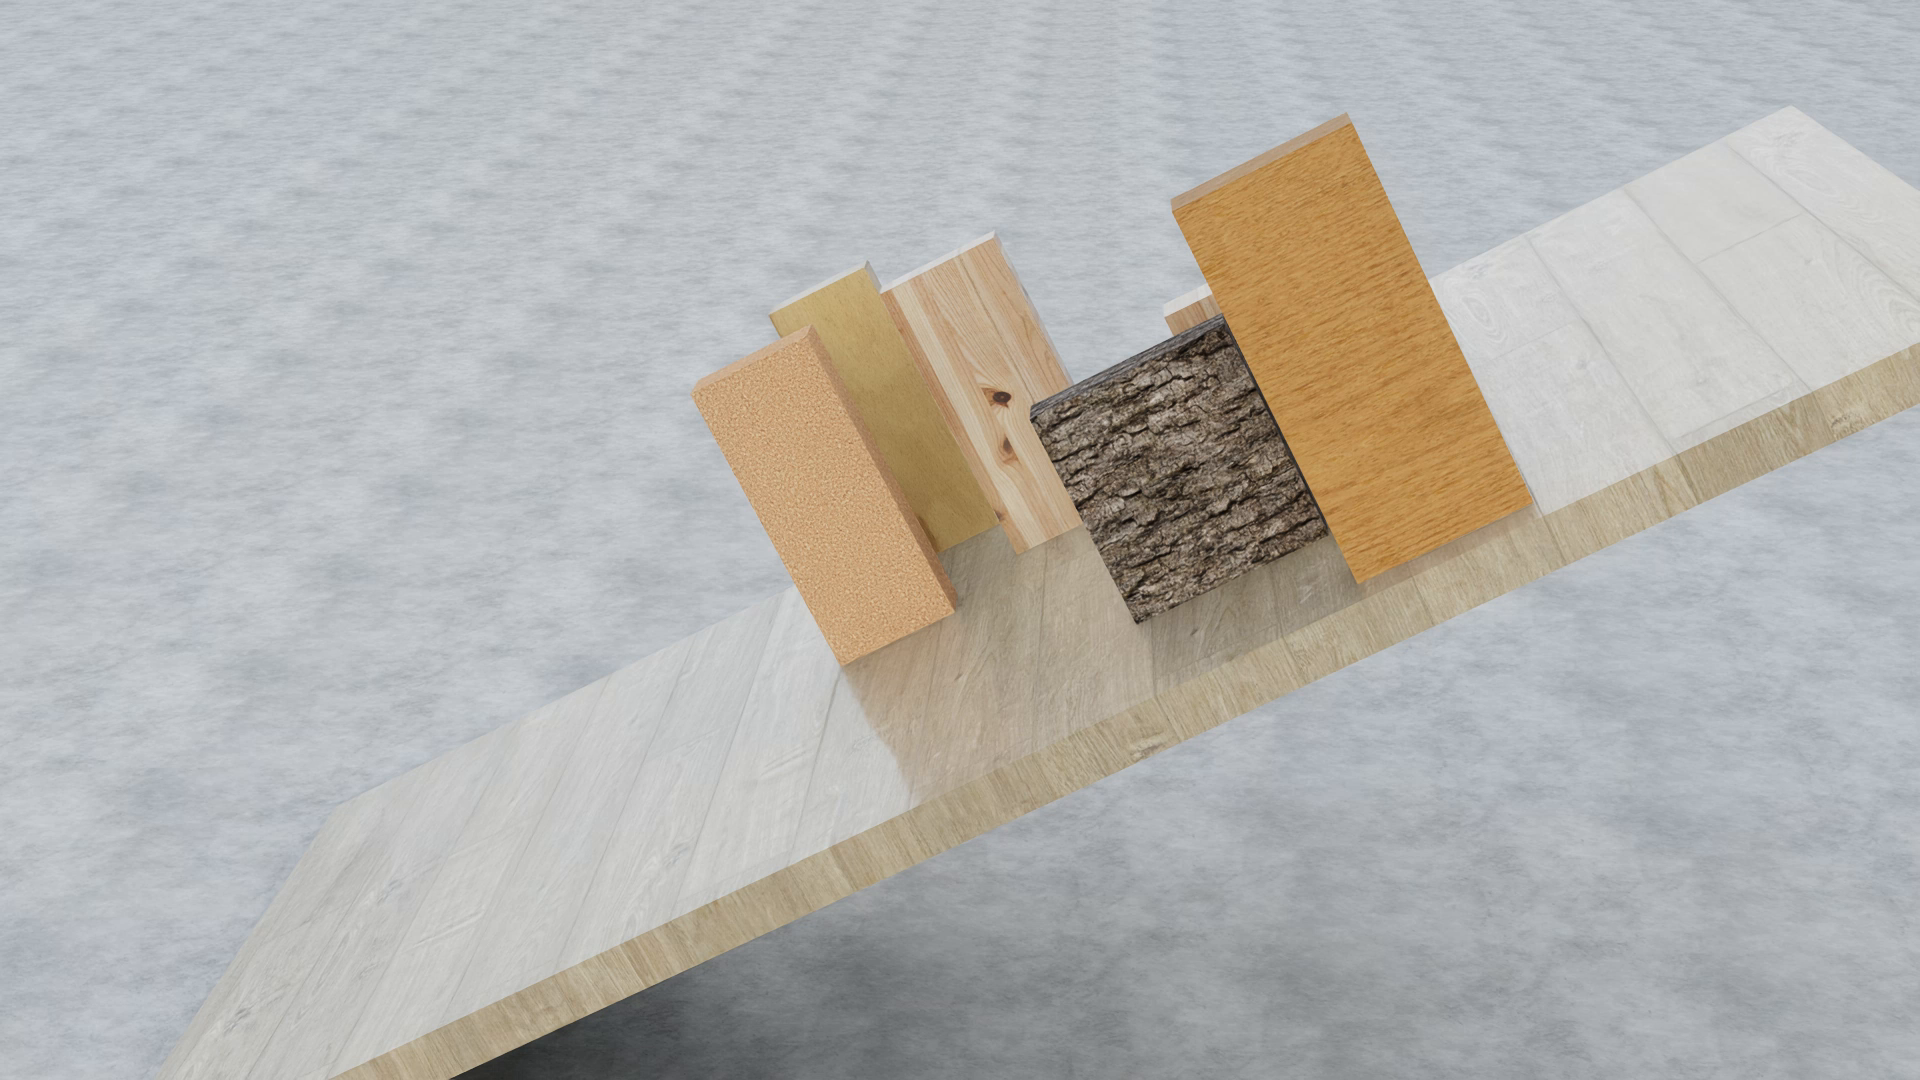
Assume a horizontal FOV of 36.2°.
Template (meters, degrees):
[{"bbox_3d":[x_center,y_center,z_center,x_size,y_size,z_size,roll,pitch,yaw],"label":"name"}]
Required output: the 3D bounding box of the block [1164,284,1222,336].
[{"bbox_3d":[0.685,-0.348,5.923,0.388,0.453,0.119,-26,14,10],"label":"block"}]

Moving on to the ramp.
[{"bbox_3d":[0.140,0.168,6.281,4.000,0.100,2.000,-26,14,10],"label":"ramp"}]

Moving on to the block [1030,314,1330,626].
[{"bbox_3d":[0.421,-0.134,5.647,0.409,0.459,0.104,-26,14,10],"label":"block"}]

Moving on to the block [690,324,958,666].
[{"bbox_3d":[-0.291,-0.095,6.403,0.282,0.687,0.127,-26,14,10],"label":"block"}]

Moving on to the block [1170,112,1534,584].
[{"bbox_3d":[0.695,-0.335,5.213,0.343,0.756,0.119,-26,14,10],"label":"block"}]

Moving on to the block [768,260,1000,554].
[{"bbox_3d":[-0.172,-0.292,6.893,0.252,0.685,0.093,-26,14,10],"label":"block"}]

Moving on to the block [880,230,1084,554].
[{"bbox_3d":[0.103,-0.324,6.520,0.280,0.664,0.091,-26,14,10],"label":"block"}]
